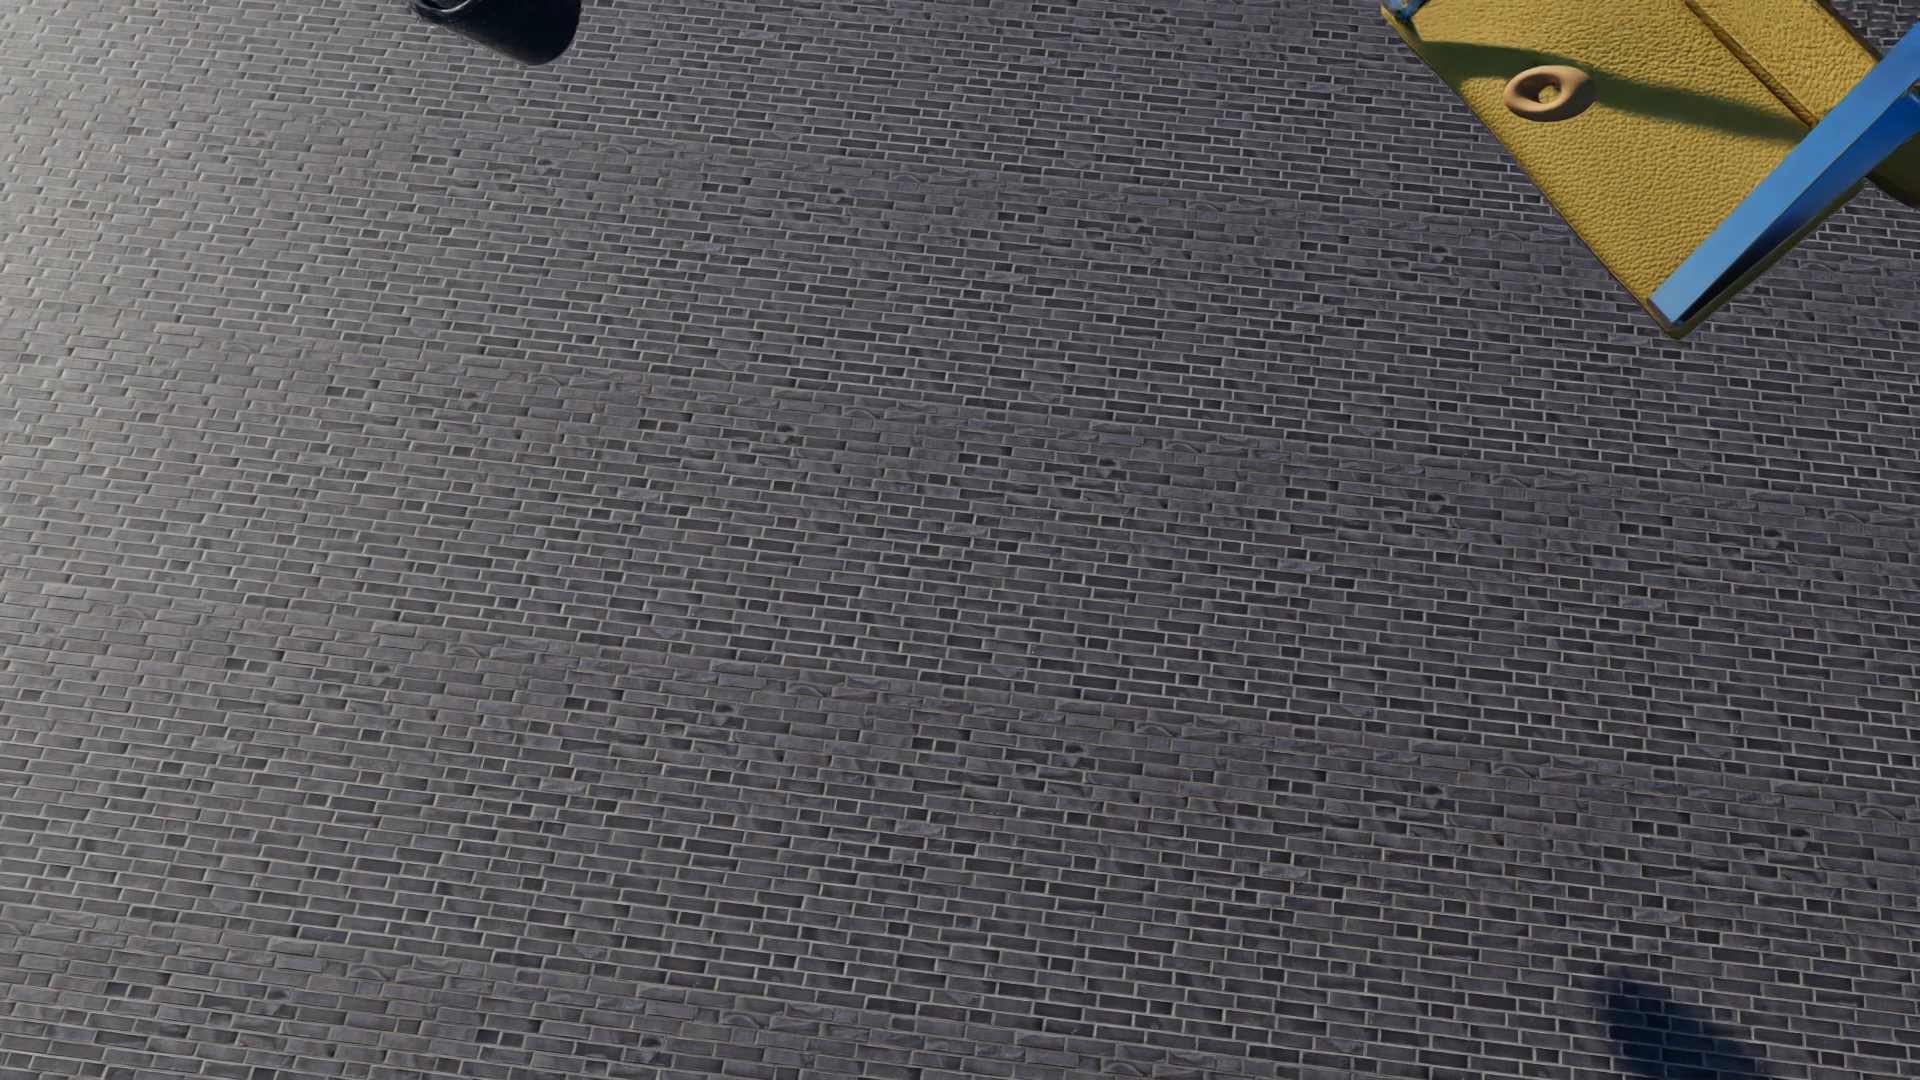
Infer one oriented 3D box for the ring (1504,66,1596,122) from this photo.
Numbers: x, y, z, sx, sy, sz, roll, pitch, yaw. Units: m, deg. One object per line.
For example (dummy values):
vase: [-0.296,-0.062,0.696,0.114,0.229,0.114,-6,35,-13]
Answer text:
ring: [0.955,-0.723,3.562,0.060,0.091,0.161,-4,8,-44]
